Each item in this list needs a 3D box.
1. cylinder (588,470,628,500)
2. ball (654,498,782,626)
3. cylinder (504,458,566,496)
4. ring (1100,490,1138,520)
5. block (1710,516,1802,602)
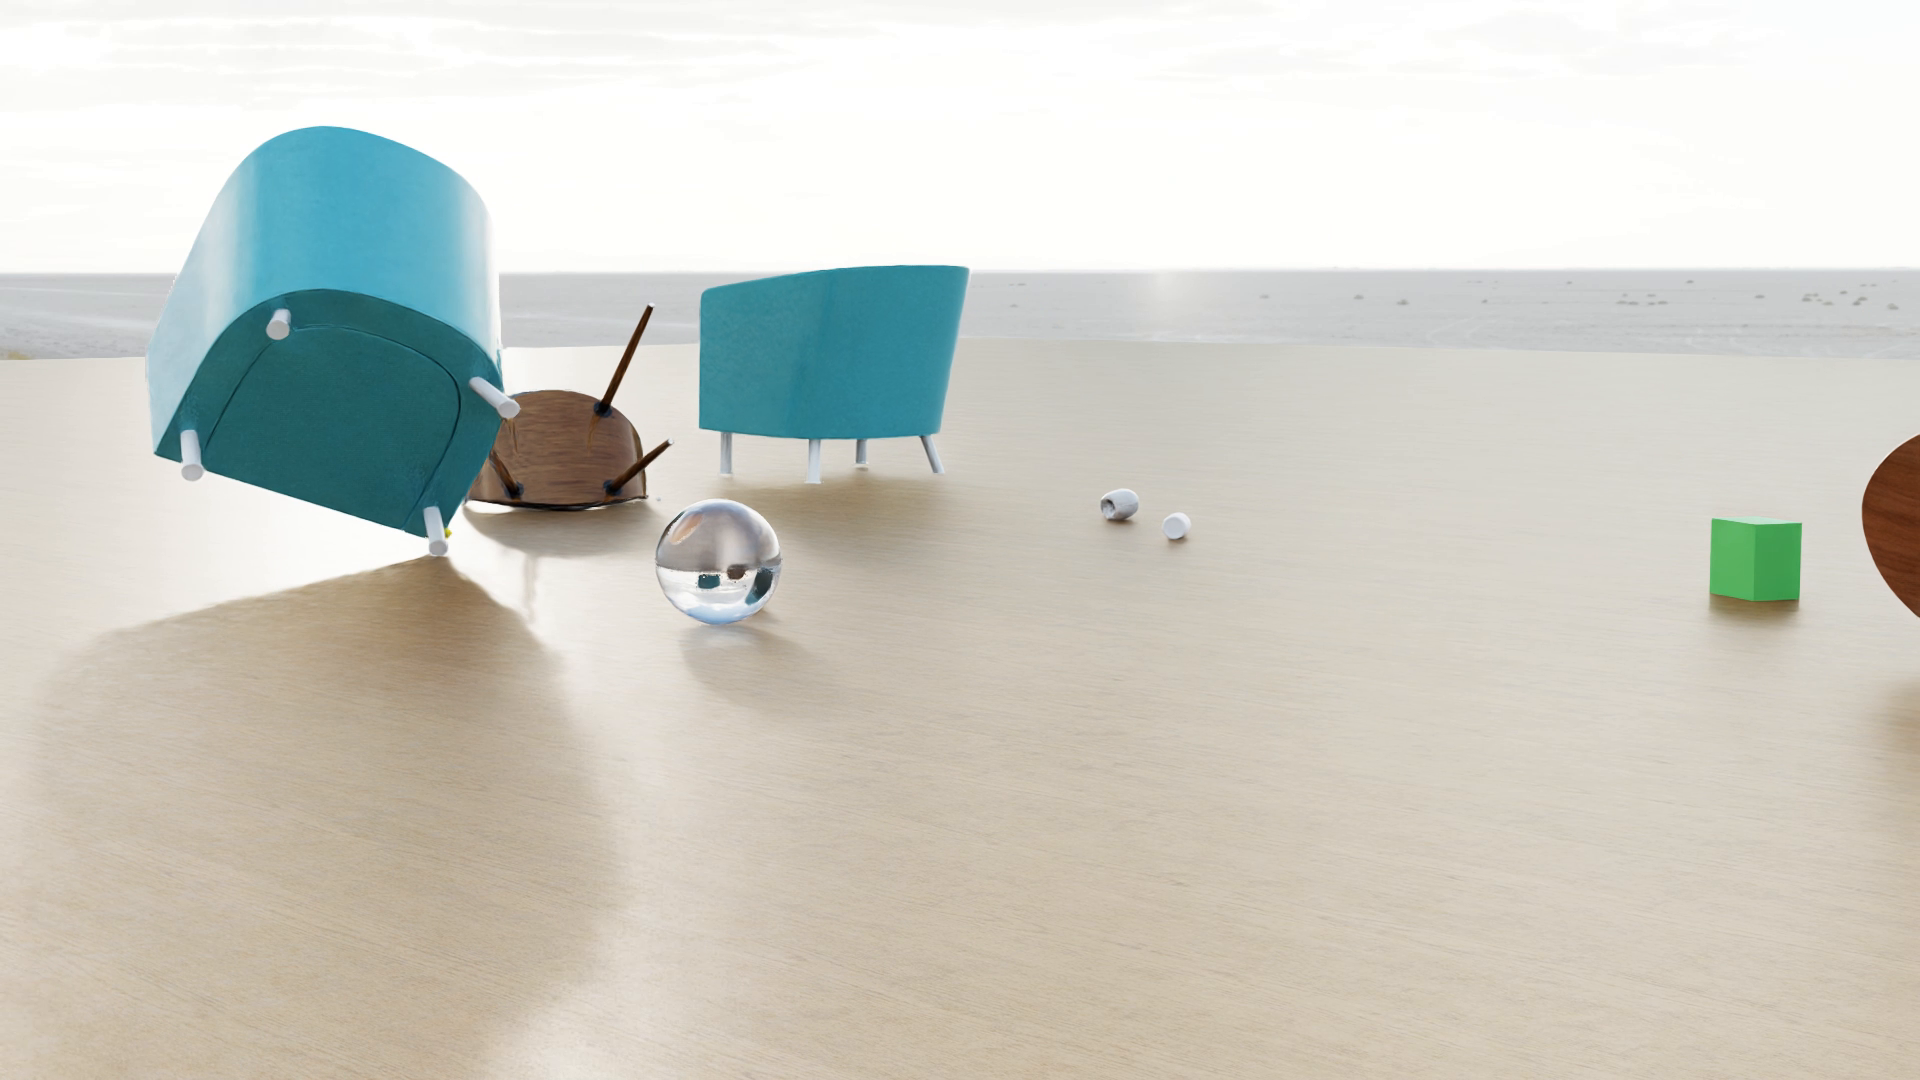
[{"bbox_3d":[-1.043,-0.164,7.594,0.096,0.083,0.107,14,0,-22],"label":"cylinder"},{"bbox_3d":[-0.456,0.041,4.843,0.239,0.239,0.239,0,6,0],"label":"ball"},{"bbox_3d":[-1.273,-0.188,7.678,0.172,0.113,0.134,-1,-2,-6],"label":"cylinder"},{"bbox_3d":[0.433,-0.095,6.946,0.074,0.083,0.121,-15,2,-25],"label":"ring"},{"bbox_3d":[1.639,0.037,5.287,0.112,0.156,0.148,-2,6,-19],"label":"block"}]
